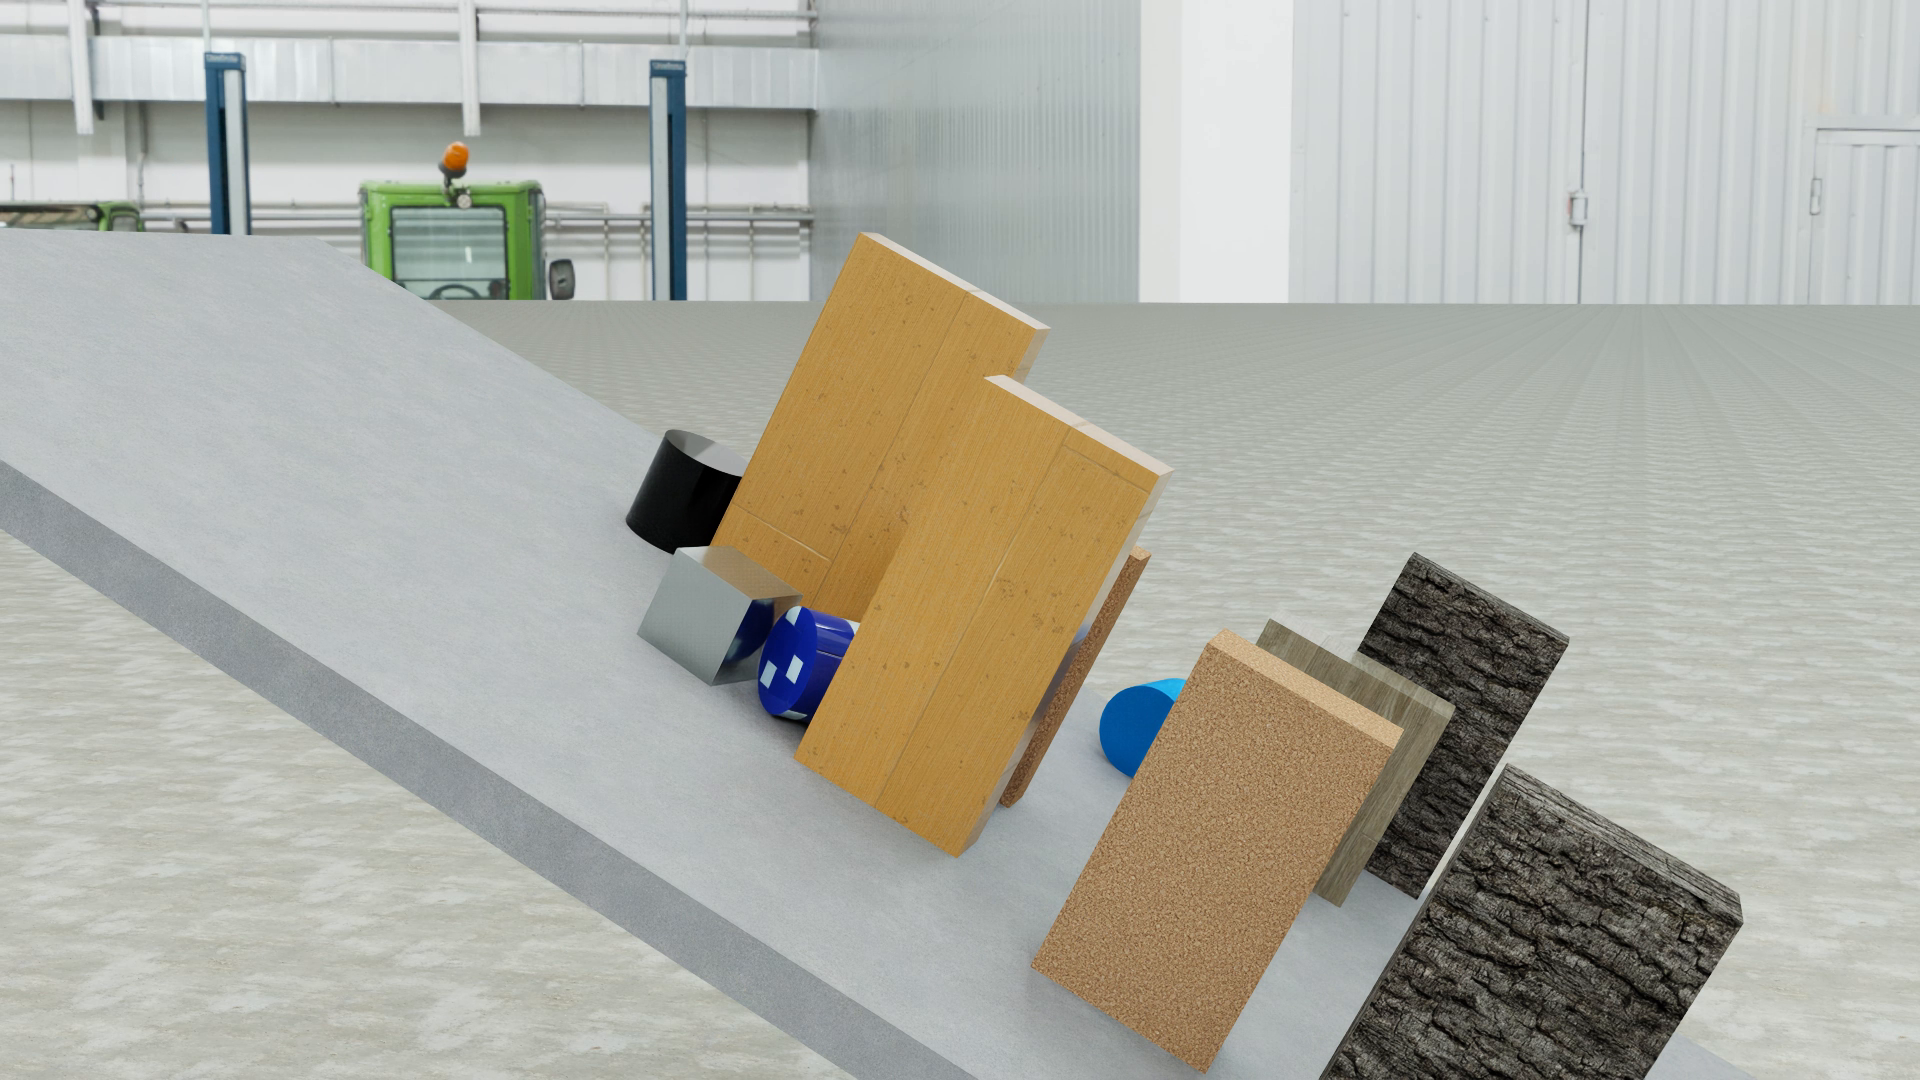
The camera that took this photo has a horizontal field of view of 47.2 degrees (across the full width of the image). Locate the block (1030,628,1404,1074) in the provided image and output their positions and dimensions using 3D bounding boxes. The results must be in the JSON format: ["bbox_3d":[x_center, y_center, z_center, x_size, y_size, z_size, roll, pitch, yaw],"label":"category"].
[{"bbox_3d":[0.401,0.486,3.454,0.319,0.602,0.149,30,14,12],"label":"block"}]

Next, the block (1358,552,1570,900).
[{"bbox_3d":[0.983,0.400,4.745,0.372,0.643,0.108,30,14,12],"label":"block"}]

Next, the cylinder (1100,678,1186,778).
[{"bbox_3d":[0.422,0.398,4.658,0.195,0.195,0.195,3,3,26],"label":"cylinder"}]

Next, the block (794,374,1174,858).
[{"bbox_3d":[0.035,0.130,3.755,0.336,0.749,0.121,30,14,12],"label":"block"}]

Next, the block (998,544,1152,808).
[{"bbox_3d":[0.062,0.170,4.109,0.379,0.535,0.099,30,14,12],"label":"block"}]

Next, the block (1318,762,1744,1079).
[{"bbox_3d":[0.765,0.712,3.128,0.361,0.687,0.148,30,14,12],"label":"block"}]

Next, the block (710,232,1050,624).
[{"bbox_3d":[-0.178,-0.186,4.469,0.412,0.766,0.109,30,14,12],"label":"block"}]

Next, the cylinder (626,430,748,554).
[{"bbox_3d":[-0.564,-0.093,4.596,0.204,0.204,0.204,25,14,-7],"label":"cylinder"}]

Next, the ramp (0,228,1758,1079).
[{"bbox_3d":[-0.227,0.378,4.150,4.000,0.100,2.000,30,14,12],"label":"ramp"}]

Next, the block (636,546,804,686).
[{"bbox_3d":[-0.440,0.136,4.043,0.182,0.182,0.182,33,15,22],"label":"block"}]

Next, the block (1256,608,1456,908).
[{"bbox_3d":[0.717,0.443,4.505,0.406,0.451,0.145,30,14,12],"label":"block"}]

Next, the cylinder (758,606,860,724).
[{"bbox_3d":[-0.230,0.243,4.008,0.201,0.201,0.201,18,-4,-32],"label":"cylinder"}]
